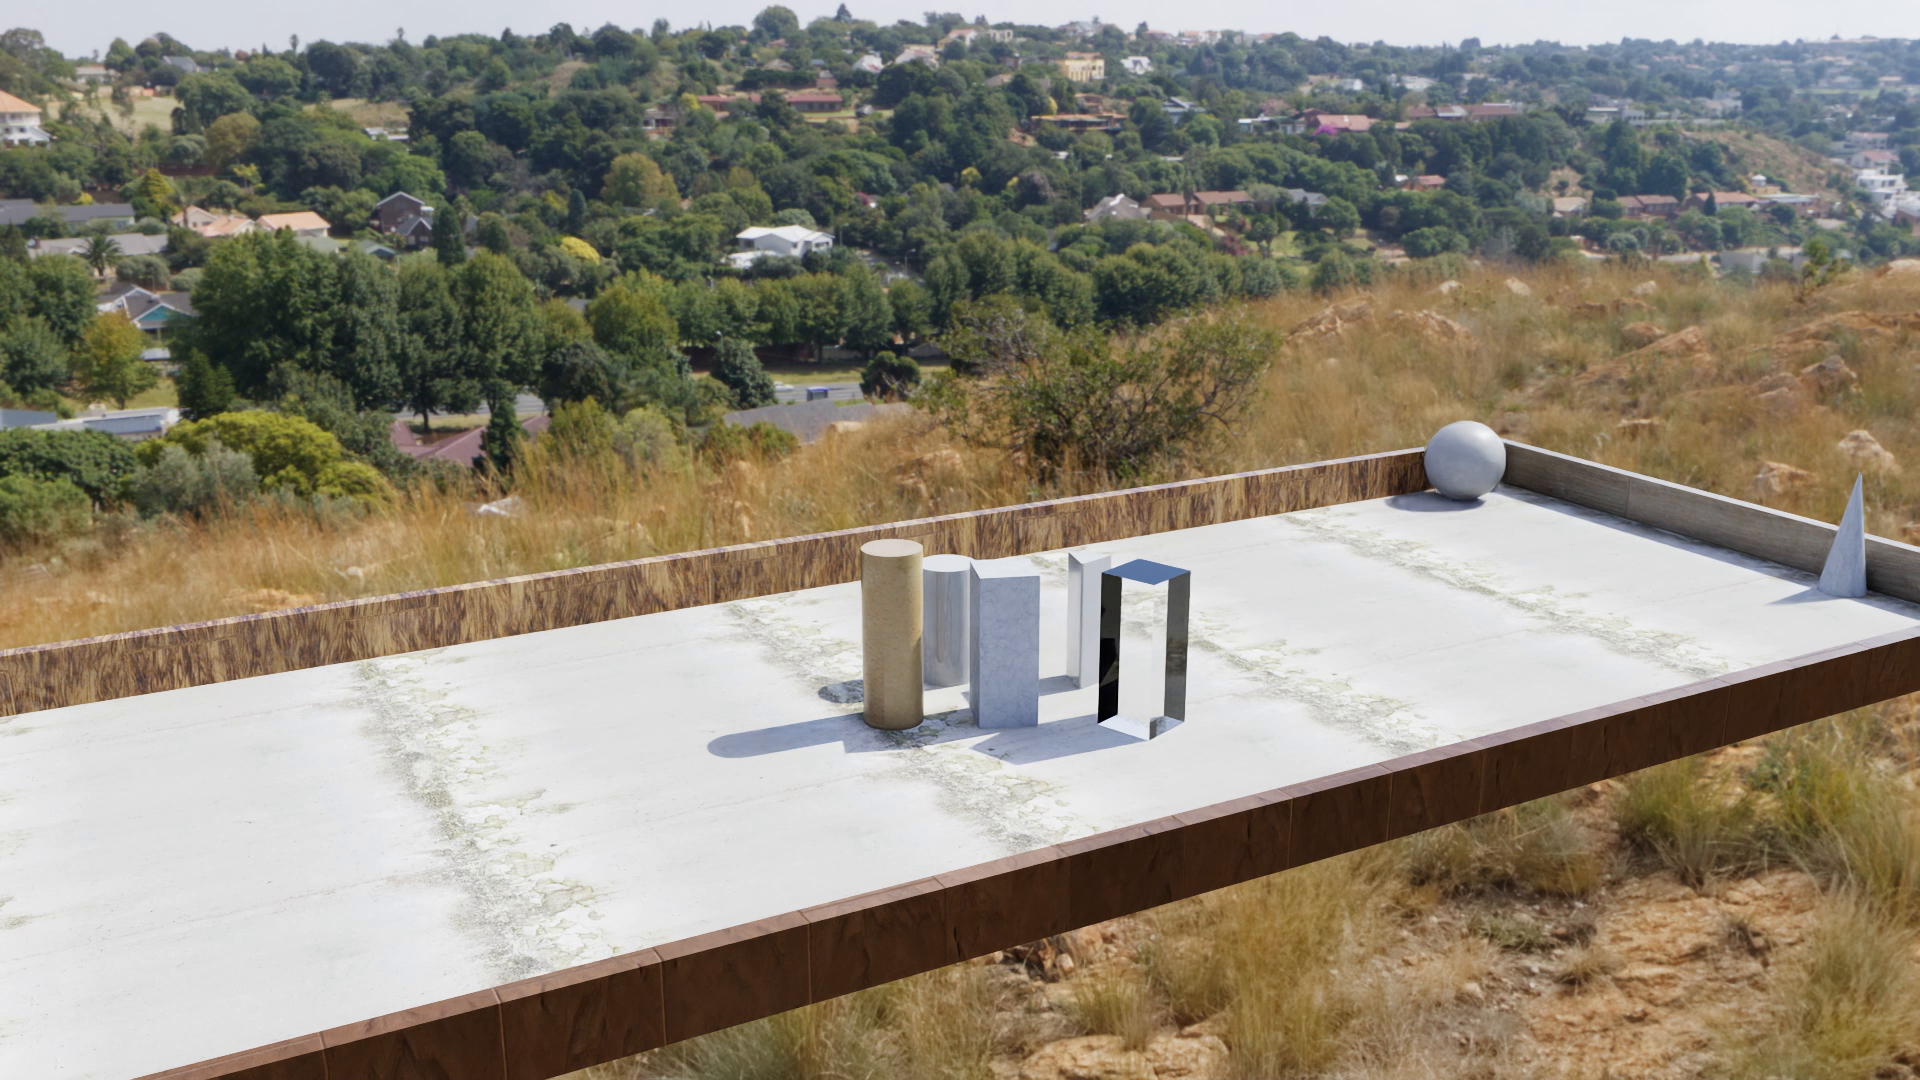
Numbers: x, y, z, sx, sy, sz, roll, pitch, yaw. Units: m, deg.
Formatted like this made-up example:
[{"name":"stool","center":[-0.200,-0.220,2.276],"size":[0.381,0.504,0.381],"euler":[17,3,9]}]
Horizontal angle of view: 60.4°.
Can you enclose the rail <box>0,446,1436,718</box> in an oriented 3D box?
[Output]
[{"name":"rail","center":[-3.305,0.497,3.399],"size":[12.000,0.150,0.050],"euler":[-9,18,-27]}]

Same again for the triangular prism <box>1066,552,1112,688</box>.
[{"name":"triangular prism","center":[0.303,0.194,4.114],"size":[0.106,0.327,0.092],"euler":[-15,22,-42]}]

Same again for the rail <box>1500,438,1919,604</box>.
[{"name":"rail","center":[2.466,-0.048,5.253],"size":[0.050,0.150,2.100],"euler":[-9,18,-27]}]

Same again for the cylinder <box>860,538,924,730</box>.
[{"name":"cylinder","center":[-0.157,0.221,3.851],"size":[0.144,0.424,0.144],"euler":[0,16,0]}]

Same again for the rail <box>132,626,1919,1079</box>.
[{"name":"rail","center":[-2.336,1.006,1.665],"size":[12.000,0.150,0.050],"euler":[-9,18,-27]}]

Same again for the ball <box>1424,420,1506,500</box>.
[{"name":"ball","center":[1.783,-0.282,5.820],"size":[0.278,0.278,0.278],"euler":[0,16,0]}]

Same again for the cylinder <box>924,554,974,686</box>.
[{"name":"cylinder","center":[-0.032,0.201,4.138],"size":[0.147,0.300,0.147],"euler":[0,16,0]}]

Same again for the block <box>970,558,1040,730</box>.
[{"name":"block","center":[0.103,0.242,3.873],"size":[0.140,0.370,0.140],"euler":[-3,17,-9]}]

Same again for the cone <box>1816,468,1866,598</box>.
[{"name":"cone","center":[2.589,-0.029,4.791],"size":[0.132,0.372,0.132],"euler":[0,16,0]}]

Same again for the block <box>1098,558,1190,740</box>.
[{"name":"block","center":[0.427,0.252,3.833],"size":[0.146,0.375,0.146],"euler":[14,21,39]}]
